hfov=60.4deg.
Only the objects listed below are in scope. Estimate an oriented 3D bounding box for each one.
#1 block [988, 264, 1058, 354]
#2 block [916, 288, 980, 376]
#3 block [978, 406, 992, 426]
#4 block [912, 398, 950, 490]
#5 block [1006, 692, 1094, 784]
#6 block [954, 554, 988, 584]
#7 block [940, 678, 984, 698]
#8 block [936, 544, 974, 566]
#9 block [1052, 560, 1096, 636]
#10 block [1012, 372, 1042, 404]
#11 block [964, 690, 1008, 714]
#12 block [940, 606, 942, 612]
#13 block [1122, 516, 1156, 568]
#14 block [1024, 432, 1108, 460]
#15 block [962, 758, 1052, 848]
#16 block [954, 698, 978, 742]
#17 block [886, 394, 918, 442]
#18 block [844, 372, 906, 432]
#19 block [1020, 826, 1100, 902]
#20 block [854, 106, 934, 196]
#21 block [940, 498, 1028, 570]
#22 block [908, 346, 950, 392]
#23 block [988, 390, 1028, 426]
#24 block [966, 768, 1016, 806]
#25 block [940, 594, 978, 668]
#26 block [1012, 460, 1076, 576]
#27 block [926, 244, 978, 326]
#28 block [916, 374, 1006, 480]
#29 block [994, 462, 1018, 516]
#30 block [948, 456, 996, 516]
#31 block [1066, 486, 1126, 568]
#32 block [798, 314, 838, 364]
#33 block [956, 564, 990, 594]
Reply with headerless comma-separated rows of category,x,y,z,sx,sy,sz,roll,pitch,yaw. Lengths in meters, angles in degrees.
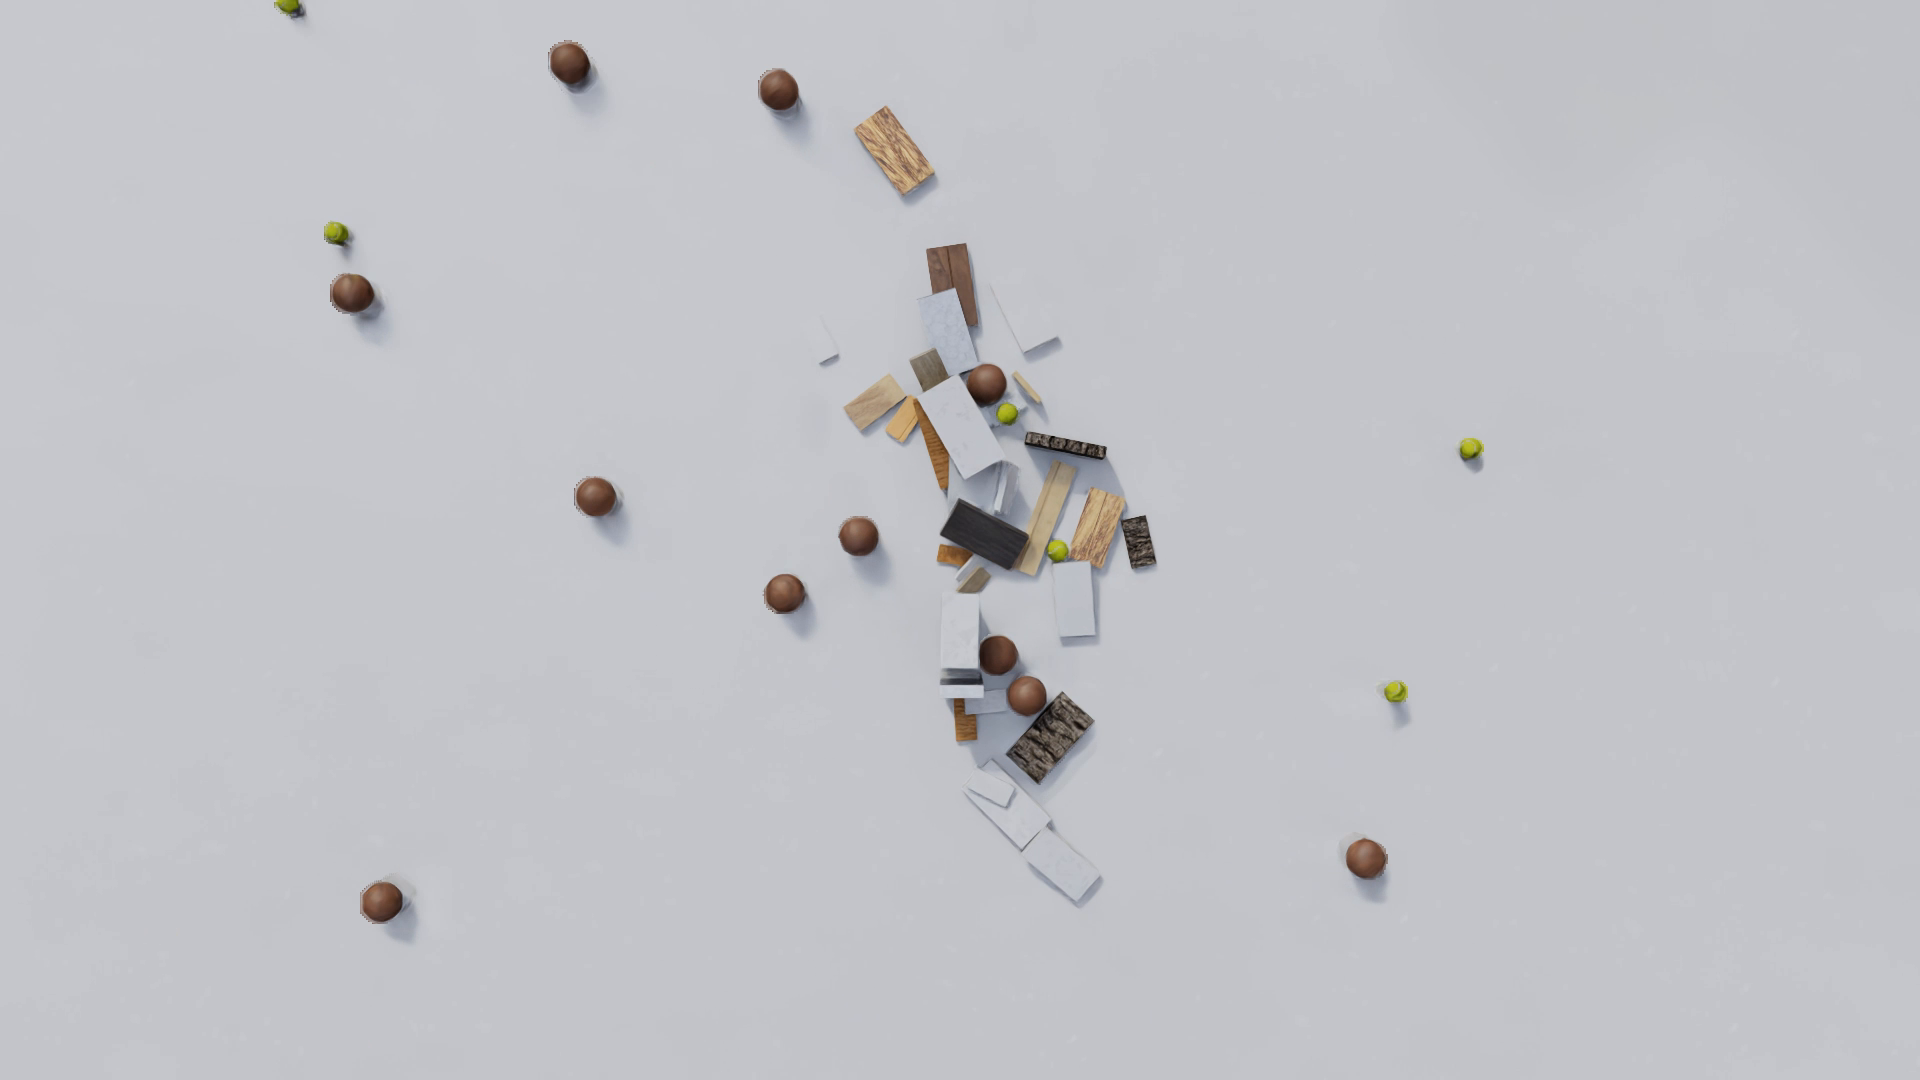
block,0.211,-0.769,5.481,0.131,0.037,0.263,-26,90,0
block,-0.041,-0.683,5.446,0.135,0.038,0.271,-17,104,2
block,0.038,-0.392,5.450,0.129,0.018,0.064,-21,108,-1
block,-0.036,-0.335,5.427,0.154,0.044,0.309,-16,108,4
block,0.298,0.657,5.480,0.140,0.040,0.281,42,90,0
block,0.038,0.099,5.479,0.058,0.016,0.115,41,90,-29
block,0.005,0.480,5.360,0.140,0.281,0.040,0,90,0
block,-0.016,0.052,5.492,0.115,0.016,0.058,11,90,0
block,0.378,0.194,5.465,0.122,0.035,0.244,-4,97,3
block,0.221,-0.506,5.468,0.018,0.064,0.129,-42,90,0
block,0.085,0.538,5.476,0.142,0.020,0.071,-4,90,-11
block,-0.002,0.221,5.381,0.118,0.236,0.033,1,85,0
block,0.595,0.006,5.488,0.082,0.023,0.165,-12,90,0
block,0.347,-0.311,5.434,0.263,0.131,0.037,11,90,0
block,0.154,0.875,5.480,0.281,0.040,0.140,45,90,0
block,0.018,0.595,5.490,0.071,0.020,0.142,-3,90,0
block,-0.179,-0.404,5.490,0.073,0.021,0.147,35,90,0
block,-0.282,-0.459,5.486,0.193,0.027,0.096,-37,90,0
block,0.334,1.072,5.463,0.244,0.035,0.122,42,90,-9
block,-0.218,-1.292,5.481,0.135,0.038,0.271,-36,90,0
block,0.079,-0.017,5.433,0.263,0.037,0.131,27,107,-10
block,-0.085,-0.530,5.447,0.096,0.027,0.193,-24,112,5
block,0.153,-0.438,5.491,0.129,0.018,0.064,-34,90,0
block,0.102,0.815,5.450,0.142,0.020,0.071,27,90,0
block,0.000,0.289,5.245,0.118,0.033,0.236,1,90,0
block,0.280,-0.073,5.488,0.082,0.023,0.386,21,90,0
block,-0.026,-0.840,5.481,0.135,0.038,0.271,-9,90,0
block,0.004,-0.367,5.342,0.154,0.044,0.309,-30,94,2
block,0.152,-0.170,5.448,0.023,0.082,0.165,11,84,22
block,0.038,-0.159,5.434,0.154,0.044,0.309,2,106,-1
block,0.453,-0.041,5.483,0.122,0.035,0.244,19,90,0
block,-0.471,-0.668,5.490,0.073,0.021,0.147,-28,90,0
block,0.045,0.144,5.479,0.115,0.016,0.058,-48,119,0
